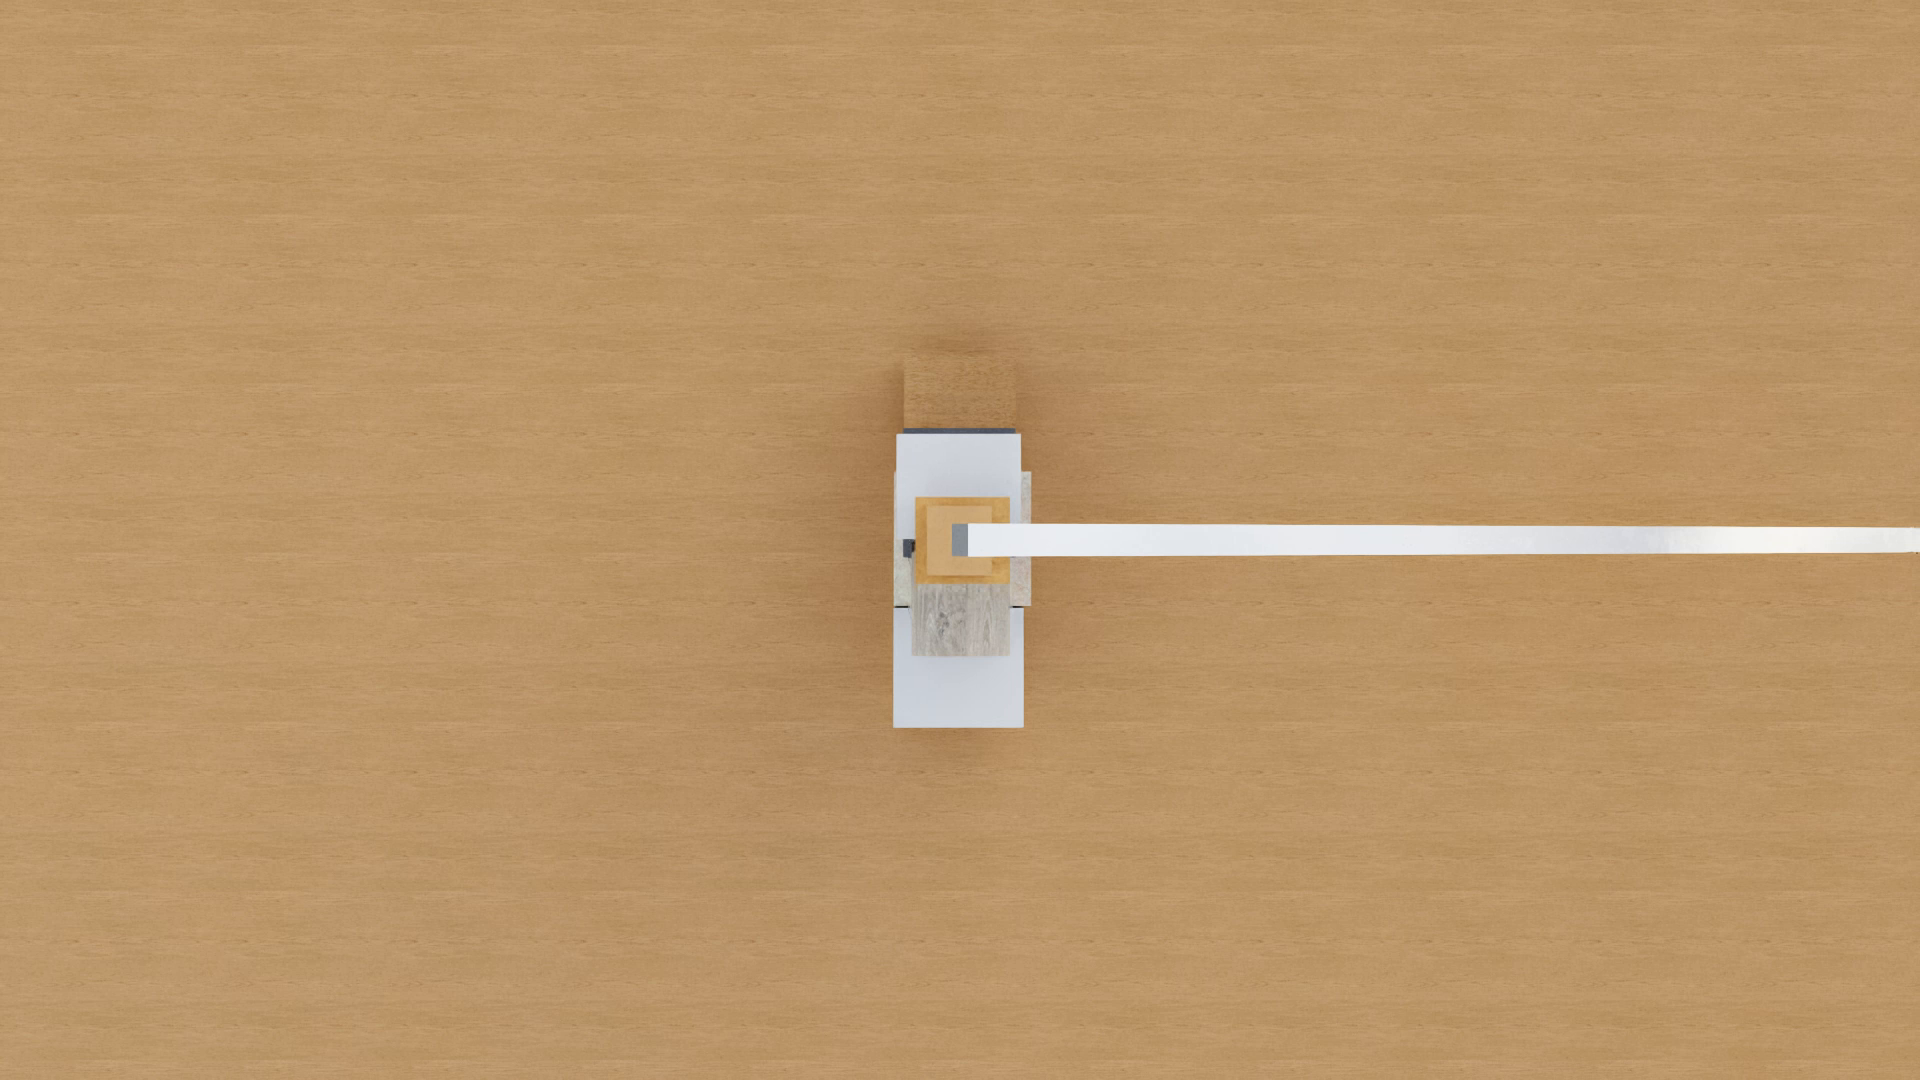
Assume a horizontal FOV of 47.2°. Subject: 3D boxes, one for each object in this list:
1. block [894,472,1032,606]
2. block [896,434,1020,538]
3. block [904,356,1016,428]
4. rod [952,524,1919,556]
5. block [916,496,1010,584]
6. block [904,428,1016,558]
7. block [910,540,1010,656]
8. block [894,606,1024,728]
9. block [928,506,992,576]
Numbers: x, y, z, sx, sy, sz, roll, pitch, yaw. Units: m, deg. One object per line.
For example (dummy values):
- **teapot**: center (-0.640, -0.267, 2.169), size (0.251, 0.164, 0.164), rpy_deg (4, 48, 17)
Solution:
- **block**: center (0.013, -0.007, 12.655), size (0.769, 0.690, 0.752), rpy_deg (0, 90, 0)
- **block**: center (-0.006, -0.268, 11.324), size (0.621, 0.658, 0.524), rpy_deg (0, 90, 0)
- **block**: center (0.000, -0.720, 12.737), size (0.632, 0.526, 0.653), rpy_deg (0, 90, 0)
- **rod**: center (2.234, 0.000, 6.725), size (5.200, 0.080, 0.080), rpy_deg (0, 90, -31)
- **block**: center (0.012, 0.001, 10.808), size (0.457, 0.375, 0.420), rpy_deg (0, 90, 0)
- **block**: center (-0.004, -0.250, 11.981), size (0.595, 0.657, 0.686), rpy_deg (0, 90, 0)
- **block**: center (0.003, 0.296, 11.392), size (0.503, 0.562, 0.526), rpy_deg (0, 96, 0)
- **block**: center (-0.009, 0.713, 12.638), size (0.726, 0.724, 0.667), rpy_deg (0, 90, 0)
- **block**: center (-0.003, 0.002, 10.472), size (0.303, 0.297, 0.325), rpy_deg (0, 90, 0)
